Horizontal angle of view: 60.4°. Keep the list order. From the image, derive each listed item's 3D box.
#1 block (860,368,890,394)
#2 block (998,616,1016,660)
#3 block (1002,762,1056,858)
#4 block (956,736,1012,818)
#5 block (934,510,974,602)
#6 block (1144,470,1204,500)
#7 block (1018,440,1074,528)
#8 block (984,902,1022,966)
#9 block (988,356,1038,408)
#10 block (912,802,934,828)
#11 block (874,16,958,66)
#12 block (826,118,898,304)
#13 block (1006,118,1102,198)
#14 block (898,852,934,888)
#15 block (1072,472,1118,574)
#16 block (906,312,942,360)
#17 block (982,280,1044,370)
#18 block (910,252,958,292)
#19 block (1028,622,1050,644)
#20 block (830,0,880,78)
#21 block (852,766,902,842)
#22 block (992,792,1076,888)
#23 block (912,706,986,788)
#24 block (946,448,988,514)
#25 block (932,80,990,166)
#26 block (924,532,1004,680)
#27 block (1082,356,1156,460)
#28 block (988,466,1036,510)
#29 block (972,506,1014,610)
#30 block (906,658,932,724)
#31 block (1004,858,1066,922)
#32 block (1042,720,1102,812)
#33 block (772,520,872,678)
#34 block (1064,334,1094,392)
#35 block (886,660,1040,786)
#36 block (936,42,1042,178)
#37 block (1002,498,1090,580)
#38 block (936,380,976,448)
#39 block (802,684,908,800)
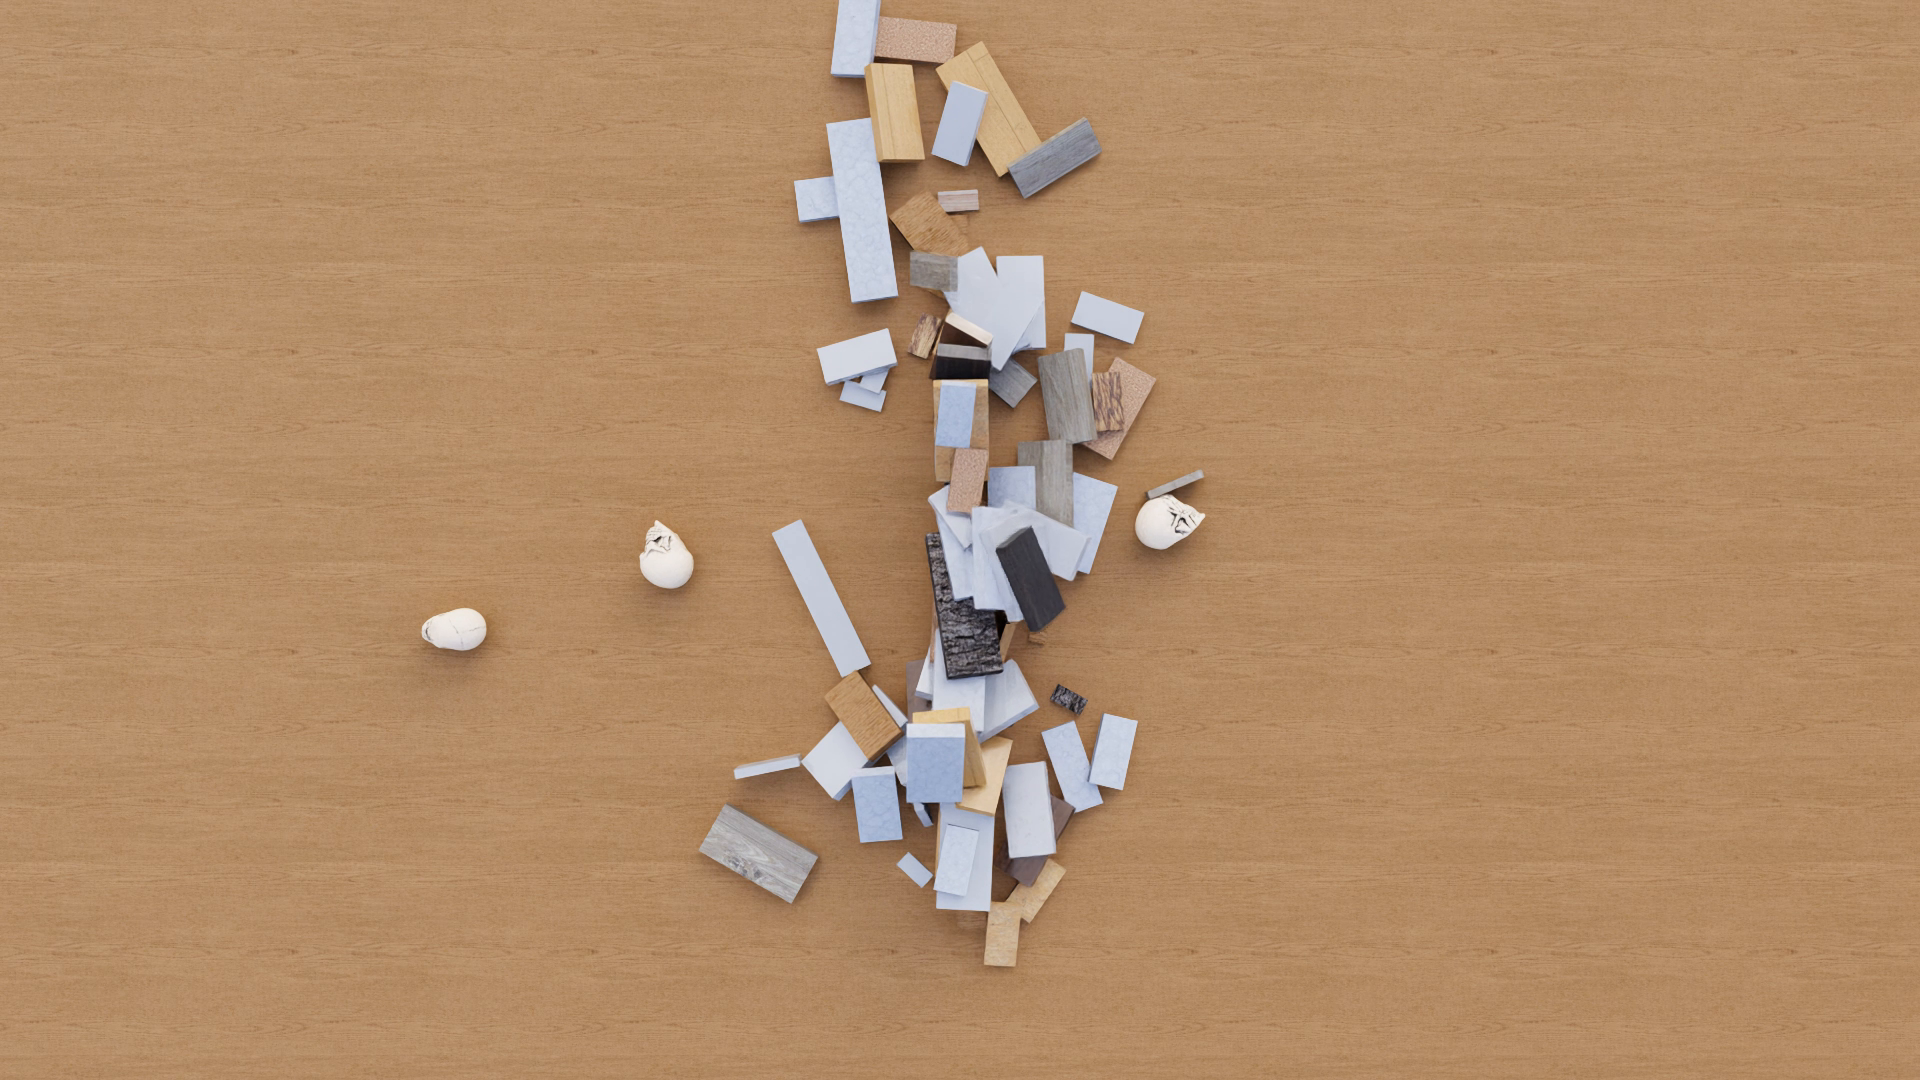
[{"bbox_3d":[-0.275,-0.561,5.479,0.071,0.020,0.141,22,81,1],"label":"block"},{"bbox_3d":[0.165,0.281,5.442,0.033,0.116,0.232,19,90,0],"label":"block"},{"bbox_3d":[0.224,0.889,5.433,0.149,0.042,0.299,-9,79,15],"label":"block"},{"bbox_3d":[0.078,0.758,5.344,0.130,0.037,0.259,13,61,5],"label":"block"},{"bbox_3d":[-0.004,0.018,5.331,0.103,0.029,0.356,-9,72,-11],"label":"block"},{"bbox_3d":[0.708,-0.183,5.452,0.191,0.095,0.027,-23,90,0],"label":"block"},{"bbox_3d":[0.282,-0.148,5.431,0.178,0.050,0.356,-1,90,31],"label":"block"},{"bbox_3d":[0.140,1.305,5.463,0.105,0.030,0.211,4,100,-4],"label":"block"},{"bbox_3d":[0.123,-0.564,5.482,0.248,0.035,0.124,40,90,0],"label":"block"},{"bbox_3d":[-0.129,0.859,5.382,0.030,0.211,0.105,-18,66,0],"label":"block"},{"bbox_3d":[-0.148,-1.656,5.481,0.264,0.037,0.132,6,90,0],"label":"block"},{"bbox_3d":[-0.321,-1.086,5.441,0.153,0.043,0.590,-8,90,0],"label":"block"},{"bbox_3d":[0.311,-1.263,5.454,0.304,0.035,0.122,-32,121,0],"label":"block"},{"bbox_3d":[-0.149,1.098,5.492,0.113,0.016,0.057,43,90,0],"label":"block"},{"bbox_3d":[0.403,-0.056,5.478,0.153,0.043,0.305,18,90,0],"label":"block"},{"bbox_3d":[-0.118,-0.679,5.490,0.071,0.020,0.141,22,90,0],"label":"block"},{"bbox_3d":[0.149,-0.695,5.354,0.124,0.035,0.268,32,89,3],"label":"block"},{"bbox_3d":[-0.086,-0.872,5.355,0.031,0.219,0.109,-10,108,-36],"label":"block"},{"bbox_3d":[0.275,0.244,5.492,0.057,0.016,0.197,12,90,0],"label":"block"},{"bbox_3d":[-0.345,-1.668,5.463,0.132,0.037,0.264,7,90,17],"label":"block"},{"bbox_3d":[-0.271,0.868,5.409,0.140,0.040,0.281,-5,122,0],"label":"block"},{"bbox_3d":[0.245,0.979,5.457,0.149,0.042,0.299,29,90,18],"label":"block"},{"bbox_3d":[-0.030,0.657,5.178,0.176,0.353,0.050,-7,47,6],"label":"block"},{"bbox_3d":[0.024,-0.192,5.295,0.103,0.029,0.206,8,97,-5],"label":"block"},{"bbox_3d":[0.000,-1.369,5.422,0.122,0.035,0.245,23,115,12],"label":"block"},{"bbox_3d":[0.011,0.203,5.310,0.176,0.050,0.480,-6,72,-10],"label":"block"},{"bbox_3d":[0.509,-0.435,5.478,0.153,0.043,0.307,29,90,0],"label":"block"},{"bbox_3d":[0.172,-0.086,5.442,0.155,0.044,0.310,-1,90,30],"label":"block"},{"bbox_3d":[0.111,0.060,5.283,0.044,0.155,0.324,-7,82,43],"label":"block"},{"bbox_3d":[-0.100,0.524,5.397,0.140,0.040,0.281,-13,61,17],"label":"block"},{"bbox_3d":[0.249,1.153,5.485,0.106,0.030,0.212,35,90,0],"label":"block"},{"bbox_3d":[0.372,0.755,5.484,0.116,0.033,0.288,-19,90,0],"label":"block"},{"bbox_3d":[-0.460,0.194,5.485,0.106,0.030,0.533,-26,90,0],"label":"block"},{"bbox_3d":[0.393,-0.589,5.486,0.095,0.027,0.191,3,90,0],"label":"block"},{"bbox_3d":[-0.002,0.599,5.381,0.513,0.050,0.177,-32,61,8],"label":"block"},{"bbox_3d":[0.100,-1.421,5.456,0.178,0.050,0.407,-31,95,0],"label":"block"},{"bbox_3d":[0.257,-0.002,5.350,0.305,0.043,0.153,26,99,19],"label":"block"},{"bbox_3d":[-0.014,-0.397,5.213,0.109,0.031,0.219,5,123,-3],"label":"block"},{"bbox_3d":[-0.340,0.668,5.435,0.354,0.050,0.177,-46,60,0],"label":"block"}]
